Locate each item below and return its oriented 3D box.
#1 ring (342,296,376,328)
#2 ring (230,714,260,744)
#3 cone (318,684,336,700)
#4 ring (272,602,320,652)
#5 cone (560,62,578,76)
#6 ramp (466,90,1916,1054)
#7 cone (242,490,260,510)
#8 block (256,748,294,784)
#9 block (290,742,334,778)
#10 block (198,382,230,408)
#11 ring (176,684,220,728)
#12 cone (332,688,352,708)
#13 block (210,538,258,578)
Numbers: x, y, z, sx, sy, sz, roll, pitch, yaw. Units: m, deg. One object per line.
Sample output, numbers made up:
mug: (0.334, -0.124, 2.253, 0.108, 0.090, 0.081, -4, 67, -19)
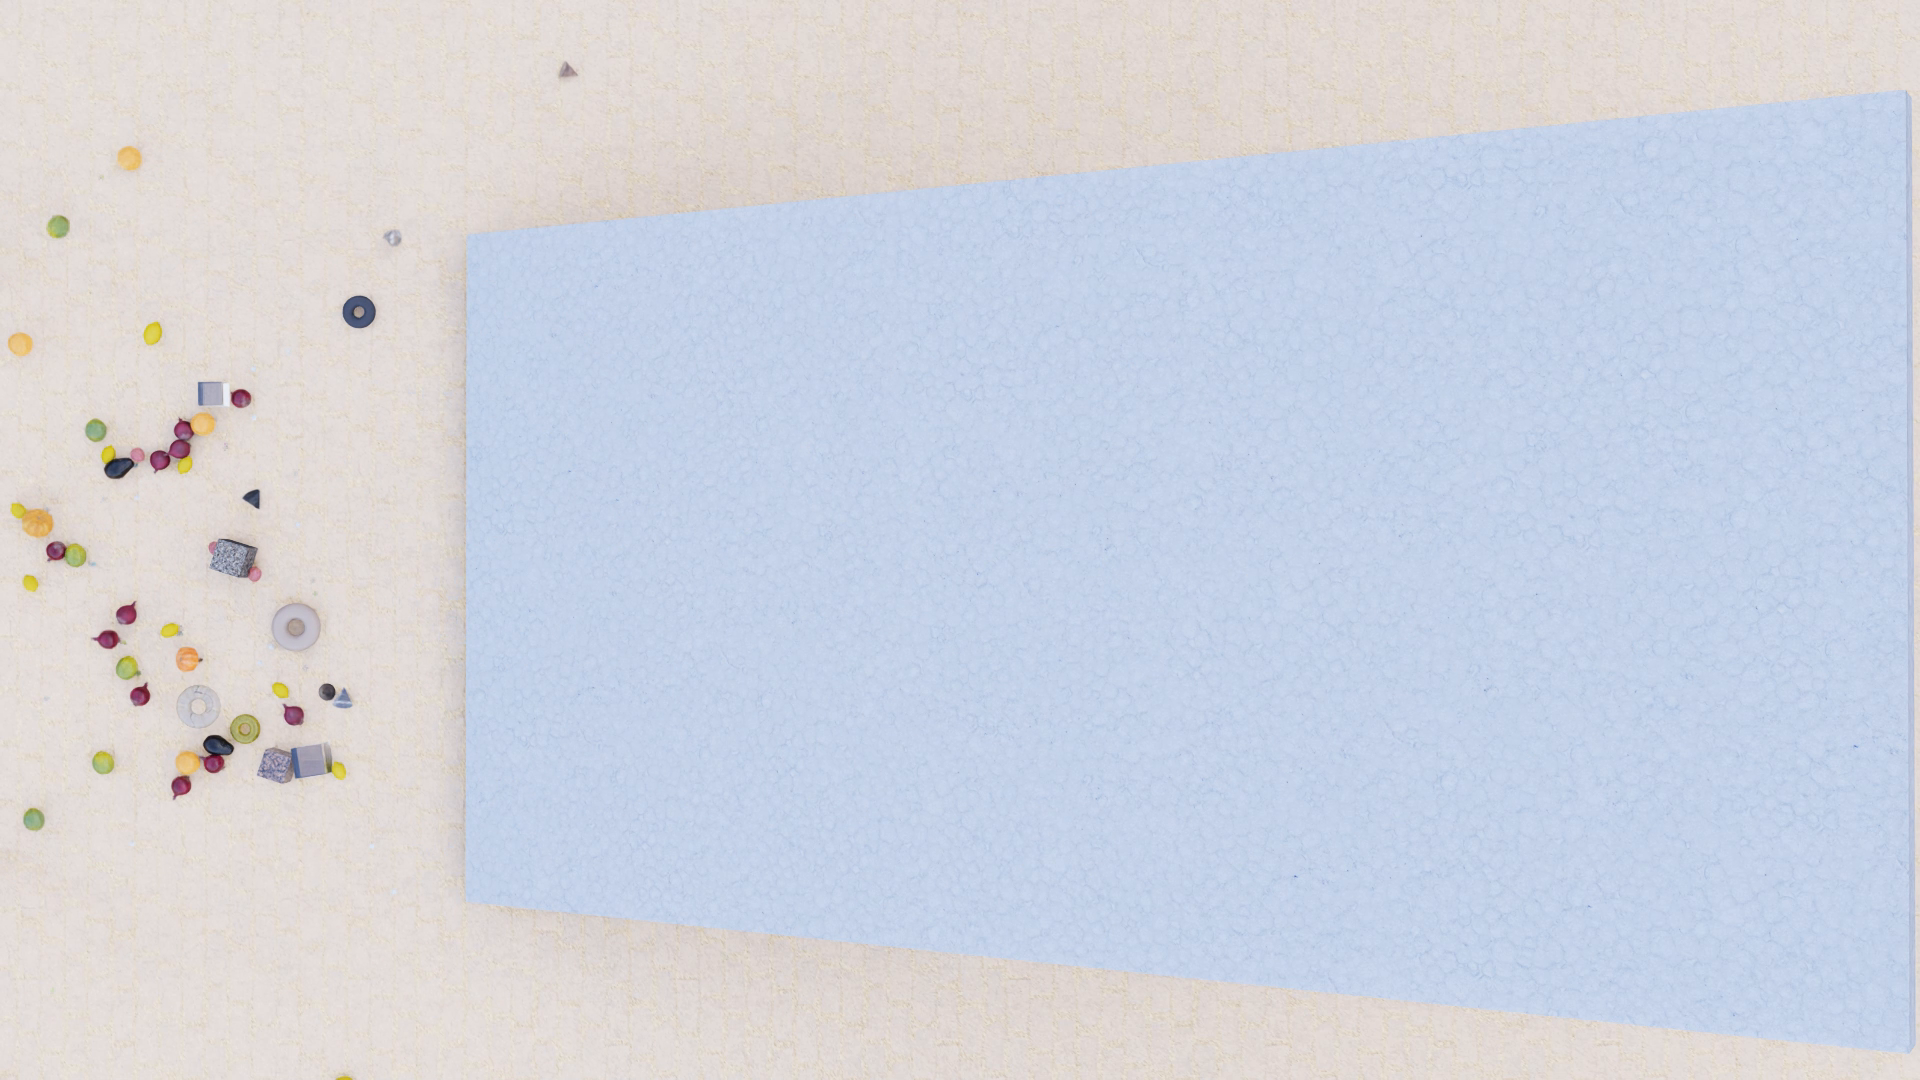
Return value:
ring: (-1.822, -0.692, 6.670, 0.101, 0.034, 0.101, 0, 88, 0)
ring: (-2.164, 0.572, 6.659, 0.091, 0.030, 0.091, 0, 91, 1)
cone: (-1.921, 0.461, 6.649, 0.053, 0.053, 0.053, 0, 89, 0)
ring: (-2.008, 0.263, 6.653, 0.148, 0.049, 0.148, 0, 90, -1)
cone: (-1.182, -1.421, 6.682, 0.052, 0.052, 0.052, 19, 89, -26)
ramp: (0.268, 0.074, 5.620, 4.000, 0.100, 2.000, 0, 89, 31)
cone: (-2.137, -0.115, 6.668, 0.057, 0.057, 0.057, -21, 116, 0)
block: (-2.056, 0.680, 6.632, 0.083, 0.083, 0.083, 18, 89, 0)
block: (-1.951, 0.663, 6.627, 0.092, 0.092, 0.092, -9, 89, 0)
block: (-2.256, -0.441, 6.648, 0.071, 0.071, 0.071, -1, 89, 0)
ring: (-2.304, 0.504, 6.653, 0.134, 0.045, 0.134, 0, 90, -1)
cone: (-1.868, 0.471, 6.662, 0.059, 0.059, 0.059, -4, 63, 0)
block: (-2.190, 0.055, 6.632, 0.094, 0.094, 0.094, 17, 89, 0)
